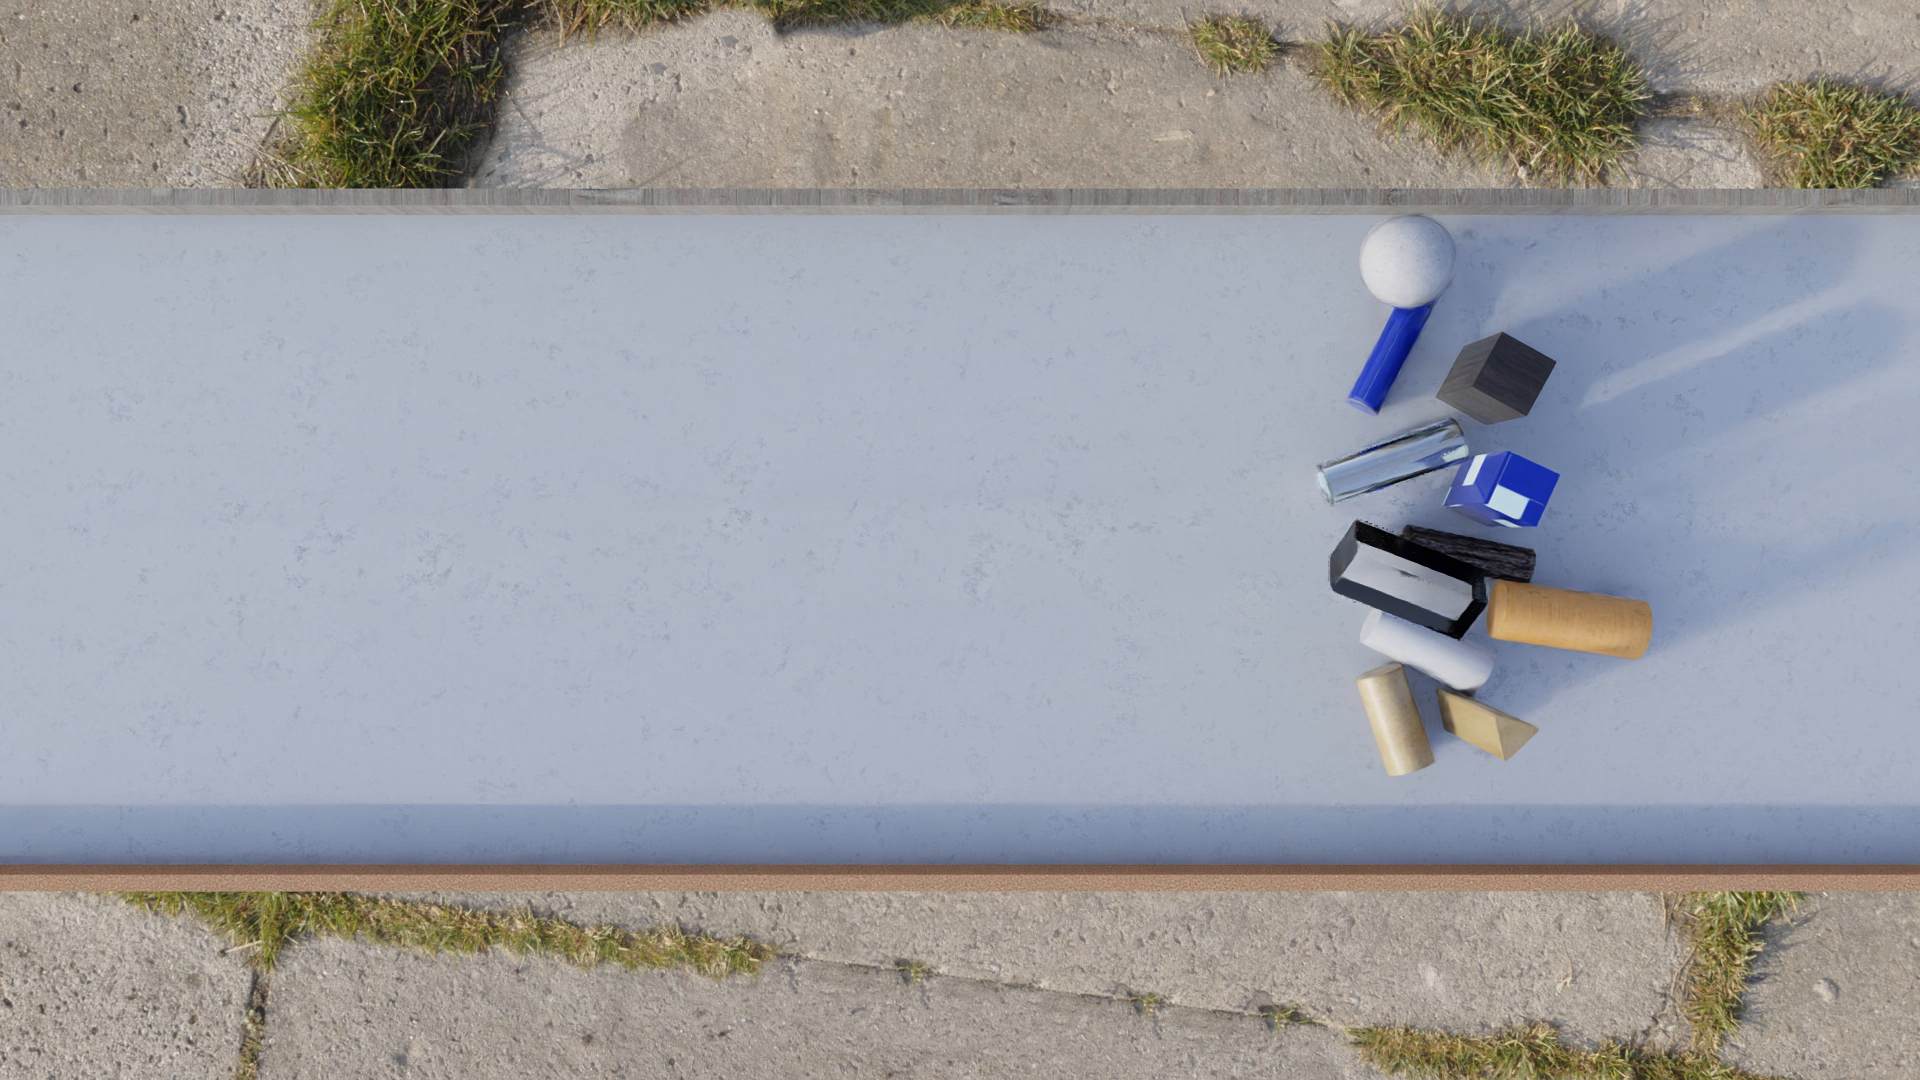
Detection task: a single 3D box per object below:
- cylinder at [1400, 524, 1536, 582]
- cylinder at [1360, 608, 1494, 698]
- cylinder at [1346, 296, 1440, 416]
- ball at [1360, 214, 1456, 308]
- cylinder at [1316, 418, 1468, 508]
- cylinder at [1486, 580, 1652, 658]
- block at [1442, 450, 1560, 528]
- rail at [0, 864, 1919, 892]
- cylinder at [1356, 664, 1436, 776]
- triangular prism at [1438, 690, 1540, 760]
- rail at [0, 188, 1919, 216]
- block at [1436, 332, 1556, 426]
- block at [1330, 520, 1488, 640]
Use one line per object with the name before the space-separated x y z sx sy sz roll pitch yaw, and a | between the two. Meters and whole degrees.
cylinder | 1.542 0.044 5.022 0.387 0.109 0.109 11 90 0
cylinder | 1.414 0.327 5.001 0.368 0.151 0.151 26 90 0
cylinder | 1.330 -0.605 5.025 0.104 0.104 0.456 28 90 0
ball | 1.323 -0.822 4.868 0.275 0.275 0.275 0 90 0
cylinder | 1.312 -0.235 5.006 0.426 0.141 0.141 -19 90 0
cylinder | 1.839 0.238 4.987 0.436 0.179 0.179 8 90 0
block | 1.592 -0.146 4.874 0.162 0.405 0.162 25 90 0
rail | -2.247 1.025 5.001 12.000 0.150 0.050 0 90 0
cylinder | 1.320 0.543 5.002 0.148 0.148 0.307 -19 90 0
triangular prism | 1.521 0.517 4.846 0.131 0.450 0.114 -43 97 0
rail | -2.247 -1.025 5.002 12.000 0.150 0.050 0 90 0
block | 1.585 -0.474 4.895 0.179 0.364 0.179 29 90 0
block | 1.340 0.120 4.941 0.425 0.161 0.161 21 129 -6
